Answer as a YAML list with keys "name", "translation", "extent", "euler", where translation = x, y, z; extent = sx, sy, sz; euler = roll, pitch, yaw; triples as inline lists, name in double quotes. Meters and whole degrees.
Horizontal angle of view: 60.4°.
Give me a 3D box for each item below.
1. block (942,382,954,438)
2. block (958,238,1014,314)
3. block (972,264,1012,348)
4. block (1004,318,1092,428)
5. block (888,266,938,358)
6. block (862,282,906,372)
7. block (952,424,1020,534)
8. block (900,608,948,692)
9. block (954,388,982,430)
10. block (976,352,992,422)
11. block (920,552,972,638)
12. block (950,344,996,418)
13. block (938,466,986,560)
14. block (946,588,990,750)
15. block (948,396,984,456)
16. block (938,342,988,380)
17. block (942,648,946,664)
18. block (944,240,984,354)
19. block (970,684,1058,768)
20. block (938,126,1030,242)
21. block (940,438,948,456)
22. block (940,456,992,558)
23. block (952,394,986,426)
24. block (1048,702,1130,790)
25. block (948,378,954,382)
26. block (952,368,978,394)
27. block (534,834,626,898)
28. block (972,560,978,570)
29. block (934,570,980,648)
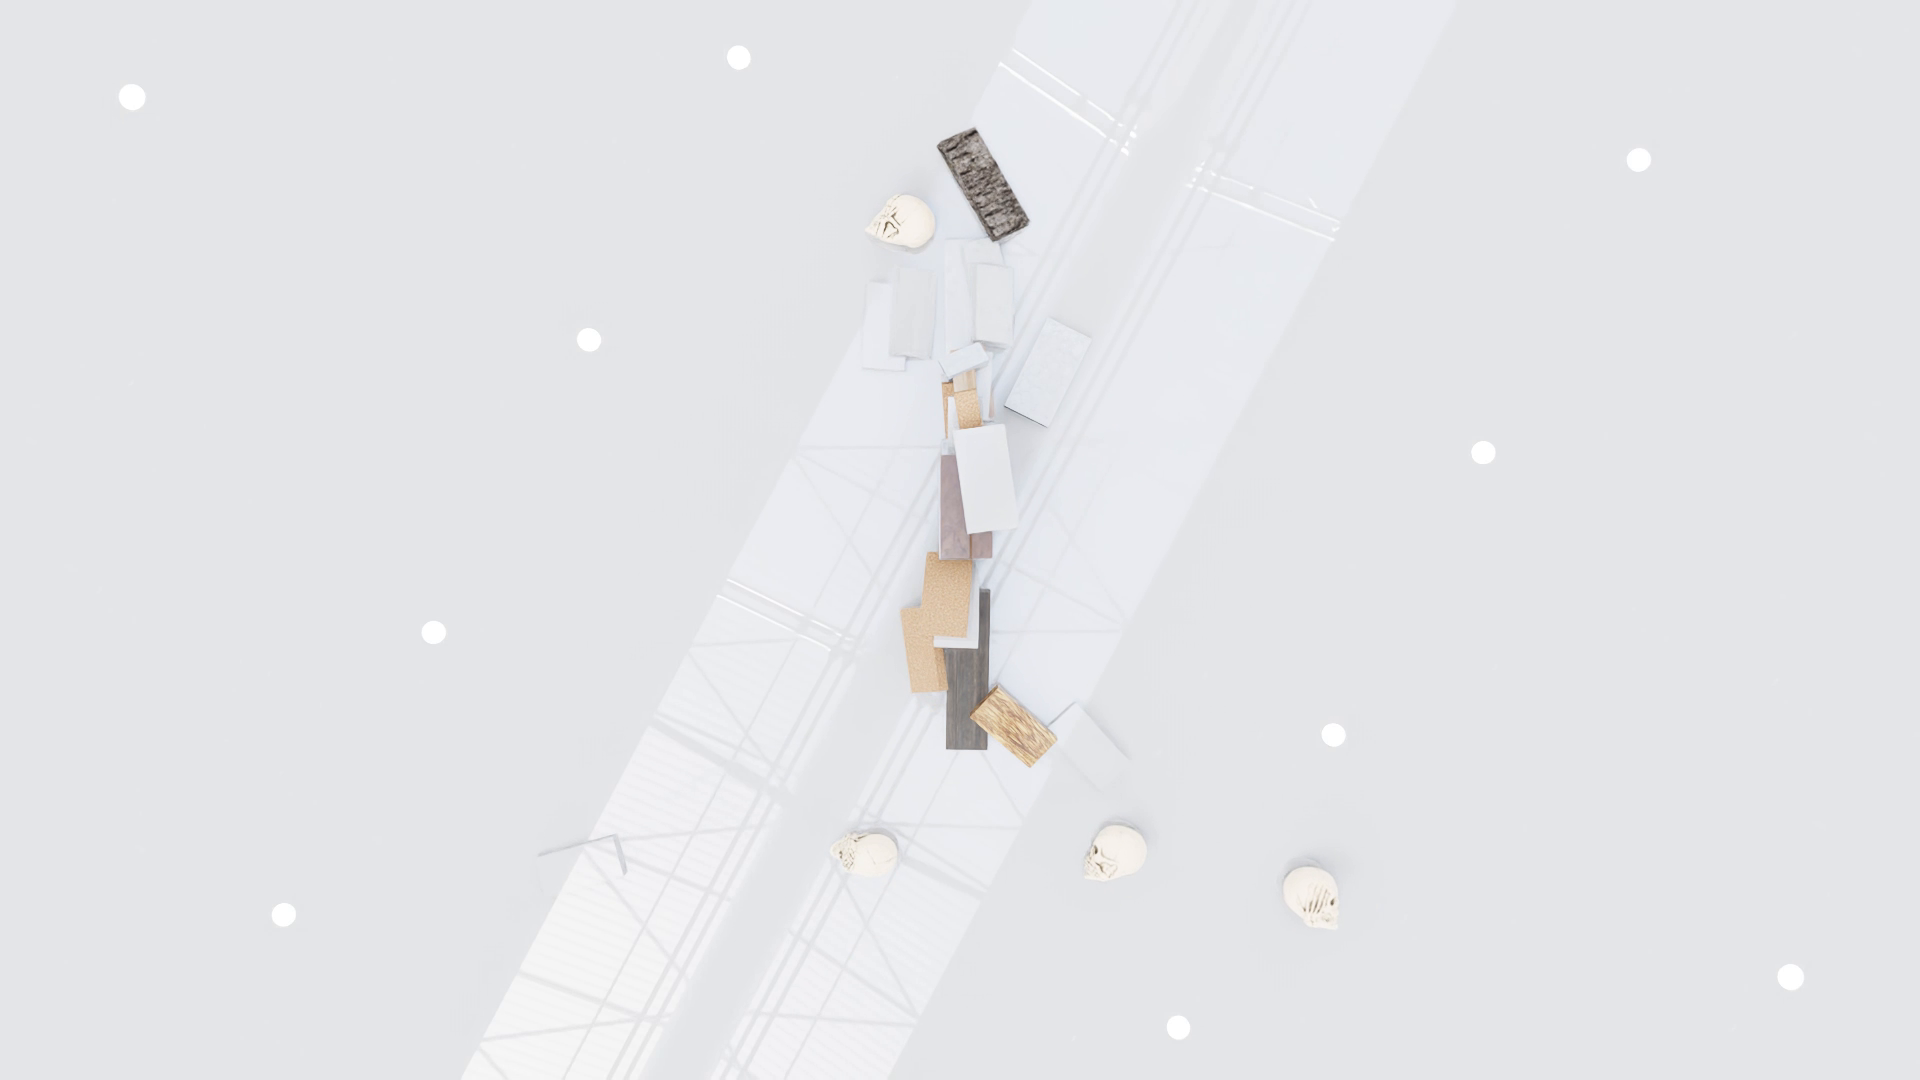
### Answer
- name: "block"
  translation: [0.006, -0.406, 5.438]
  extent: [0.117, 0.033, 0.235]
  euler: [-4, 106, 0]
- name: "block"
  translation: [0.087, -0.862, 5.446]
  extent: [0.130, 0.037, 0.259]
  euler: [-16, 96, -23]
- name: "block"
  translation: [0.106, -0.765, 5.389]
  extent: [0.130, 0.037, 0.259]
  euler: [6, 77, -24]
- name: "block"
  translation: [0.292, -0.555, 5.477]
  extent: [0.163, 0.046, 0.326]
  euler: [26, 90, 0]
- name: "block"
  translation: [-0.155, -0.750, 5.447]
  extent: [0.141, 0.040, 0.283]
  euler: [4, 90, -31]
- name: "block"
  translation: [-0.246, -0.708, 5.480]
  extent: [0.141, 0.040, 0.283]
  euler: [4, 90, 0]
- name: "block"
  translation: [0.081, -0.191, 5.170]
  extent: [0.163, 0.046, 0.326]
  euler: [-8, 88, -2]
- name: "block"
  translation: [-0.118, 0.361, 5.436]
  extent: [0.039, 0.139, 0.278]
  euler: [-8, 90, -43]
- name: "block"
  translation: [0.027, -0.403, 5.238]
  extent: [0.073, 0.021, 0.146]
  euler: [-10, 109, 1]
- name: "block"
  translation: [0.043, -0.497, 5.319]
  extent: [0.111, 0.031, 0.222]
  euler: [4, 86, -1]
- name: "block"
  translation: [-0.043, 0.172, 5.249]
  extent: [0.149, 0.042, 0.299]
  euler: [4, 52, 2]
- name: "block"
  translation: [0.042, -0.510, 5.375]
  extent: [0.117, 0.033, 0.235]
  euler: [-9, 99, 1]
- name: "block"
  translation: [0.006, -0.087, 5.307]
  extent: [0.149, 0.042, 0.299]
  euler: [0, 83, -2]
- name: "block"
  translation: [0.026, 0.427, 5.415]
  extent: [0.139, 0.039, 0.543]
  euler: [1, 104, -1]
- name: "block"
  translation: [0.017, -0.348, 5.286]
  extent: [0.111, 0.031, 0.222]
  euler: [1, 99, -1]
- name: "block"
  translation: [0.011, -0.573, 5.270]
  extent: [0.146, 0.021, 0.073]
  euler: [-24, 68, -10]
- name: "block"
  translation: [-0.009, 0.303, 5.457]
  extent: [0.116, 0.033, 0.232]
  euler: [0, 103, 0]
- name: "block"
  translation: [0.015, -0.797, 5.482]
  extent: [0.130, 0.037, 0.398]
  euler: [-1, 90, 0]
- name: "block"
  translation: [0.176, 0.614, 5.425]
  extent: [0.270, 0.038, 0.135]
  euler: [41, 99, -11]
- name: "block"
  translation: [0.079, -1.175, 5.447]
  extent: [0.141, 0.040, 0.370]
  euler: [-29, 88, -22]
- name: "block"
  translation: [0.004, -0.202, 5.363]
  extent: [0.126, 0.036, 0.253]
  euler: [-1, 86, -2]
- name: "block"
  translation: [0.020, -0.104, 5.211]
  extent: [0.163, 0.046, 0.326]
  euler: [0, 87, -1]
- name: "block"
  translation: [0.024, -0.359, 5.341]
  extent: [0.111, 0.031, 0.222]
  euler: [4, 86, -1]
- name: "block"
  translation: [0.425, 0.685, 5.481]
  extent: [0.135, 0.038, 0.270]
  euler: [-42, 90, 0]
- name: "block"
  translation: [-0.005, -0.498, 5.450]
  extent: [0.061, 0.017, 0.121]
  euler: [-3, 95, 0]
- name: "block"
  translation: [0.014, -0.519, 5.269]
  extent: [0.073, 0.021, 0.146]
  euler: [-4, 66, -1]
- name: "block"
  translation: [-1.262, 1.085, 5.481]
  extent: [0.270, 0.038, 0.135]
  euler: [-16, 90, 0]
- name: "block"
  translation: [-0.003, 0.119, 5.385]
  extent: [0.116, 0.033, 0.232]
  euler: [0, 100, 0]
- name: "block"
  translation: [-0.010, 0.218, 5.266]
  extent: [0.139, 0.039, 0.278]
  euler: [2, 52, 0]
